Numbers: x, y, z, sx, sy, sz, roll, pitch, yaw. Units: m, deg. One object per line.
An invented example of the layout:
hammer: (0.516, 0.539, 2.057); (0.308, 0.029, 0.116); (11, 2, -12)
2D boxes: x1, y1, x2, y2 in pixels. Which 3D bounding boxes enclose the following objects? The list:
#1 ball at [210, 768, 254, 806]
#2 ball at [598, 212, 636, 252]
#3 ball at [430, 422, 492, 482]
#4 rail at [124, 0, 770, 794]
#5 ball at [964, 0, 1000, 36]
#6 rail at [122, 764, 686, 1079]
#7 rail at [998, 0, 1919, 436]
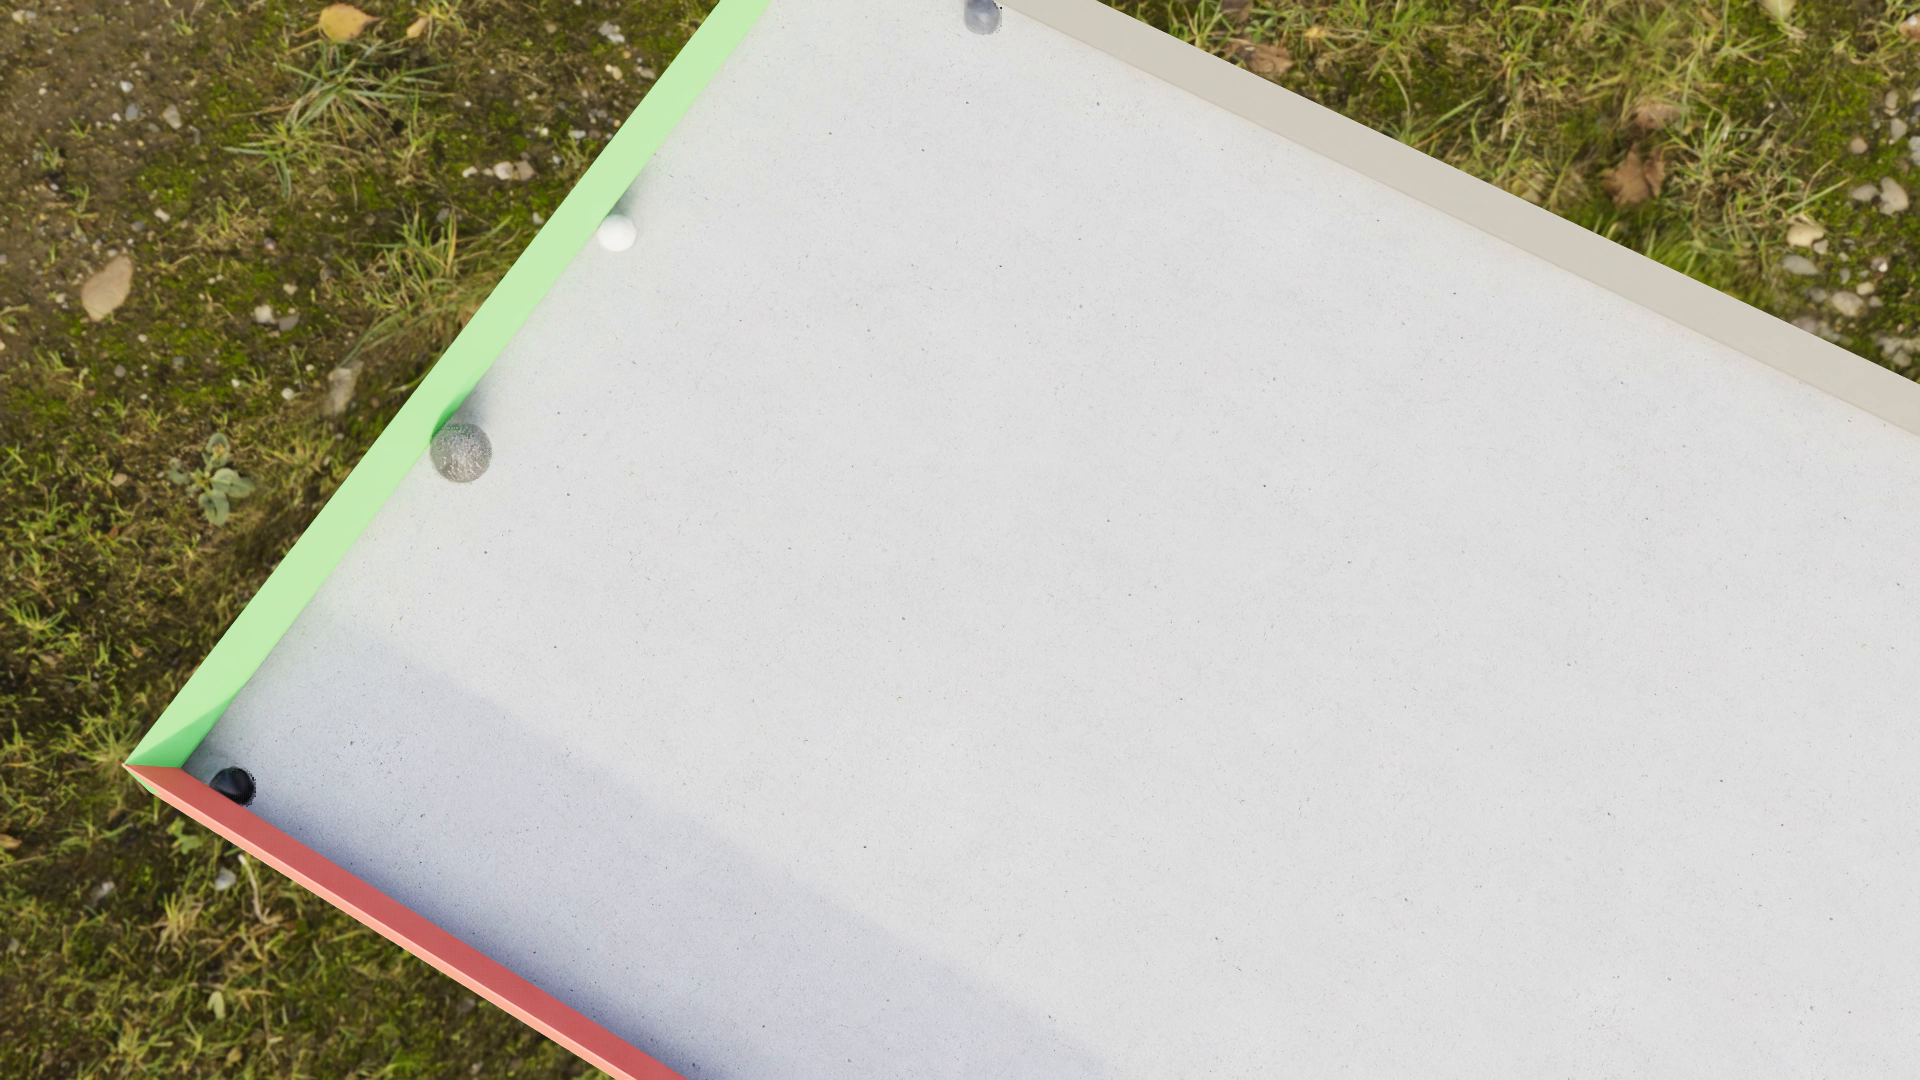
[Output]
ball: (-1.120, 0.382, 3.384); (0.065, 0.065, 0.065); (0, 65, 0)
ball: (-0.593, -0.532, 3.801); (0.067, 0.067, 0.067); (0, 65, 0)
ball: (-0.817, -0.143, 3.605); (0.099, 0.099, 0.099); (0, 65, 0)
rail: (-0.735, -0.403, 3.707); (0.045, 0.129, 1.984); (28, 68, 12)
ball: (0.040, -0.951, 3.992); (0.068, 0.068, 0.068); (0, 65, 0)
rail: (0.266, 1.152, 2.996); (3.505, 0.129, 0.045); (28, 68, 12)
rail: (1.246, -0.368, 3.691); (3.505, 0.129, 0.045); (28, 68, 12)
